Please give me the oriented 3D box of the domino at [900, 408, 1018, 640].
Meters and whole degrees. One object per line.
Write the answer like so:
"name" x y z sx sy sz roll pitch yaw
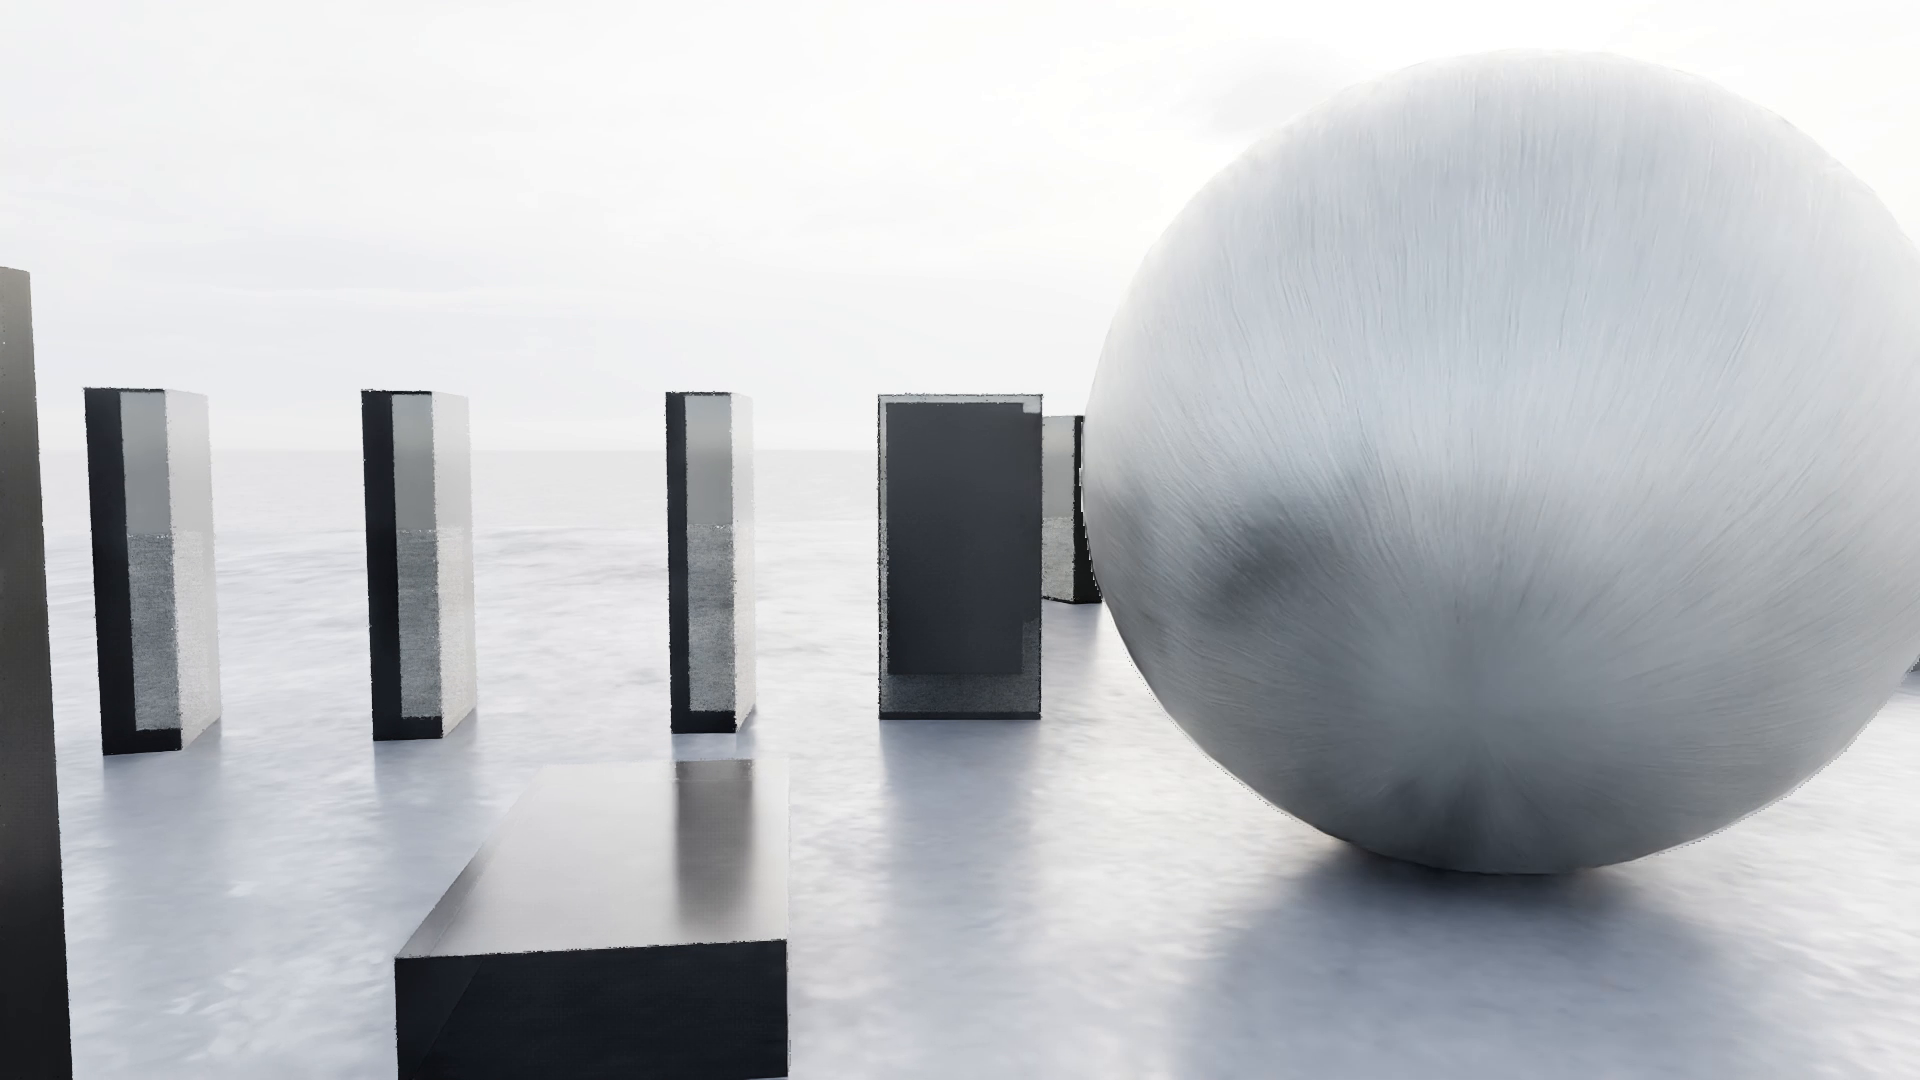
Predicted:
"domino" 0.000 -0.004 0.282 0.025 0.050 0.009 0 4 5

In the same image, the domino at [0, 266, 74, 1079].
"domino" -0.045 0.014 0.045 0.009 0.050 0.025 0 4 -2

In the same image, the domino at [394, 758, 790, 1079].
"domino" -0.027 0.030 0.109 0.025 0.009 0.050 -1 4 -7

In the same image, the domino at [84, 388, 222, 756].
"domino" -0.117 0.004 0.187 0.009 0.050 0.025 -1 5 -19

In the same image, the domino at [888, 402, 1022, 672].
"domino" -0.001 -0.001 0.243 0.025 0.050 0.009 0 4 -1

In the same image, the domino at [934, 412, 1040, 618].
"domino" 0.007 -0.006 0.319 0.025 0.050 0.009 1 4 16

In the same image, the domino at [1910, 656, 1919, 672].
"domino" 0.166 0.019 0.246 0.050 0.009 0.025 -3 5 -33

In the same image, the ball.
"ball" 0.052 -0.007 0.130 0.080 0.080 0.080 0 4 0

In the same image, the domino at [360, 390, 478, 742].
"domino" -0.082 0.003 0.195 0.009 0.050 0.025 -1 4 -10

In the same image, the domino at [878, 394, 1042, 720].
"domino" 0.000 0.002 0.201 0.025 0.050 0.010 0 4 0

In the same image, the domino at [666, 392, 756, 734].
"domino" -0.038 0.003 0.199 0.009 0.050 0.025 0 4 -2

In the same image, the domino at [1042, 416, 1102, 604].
"domino" 0.028 -0.009 0.351 0.010 0.050 0.025 -2 5 -29
